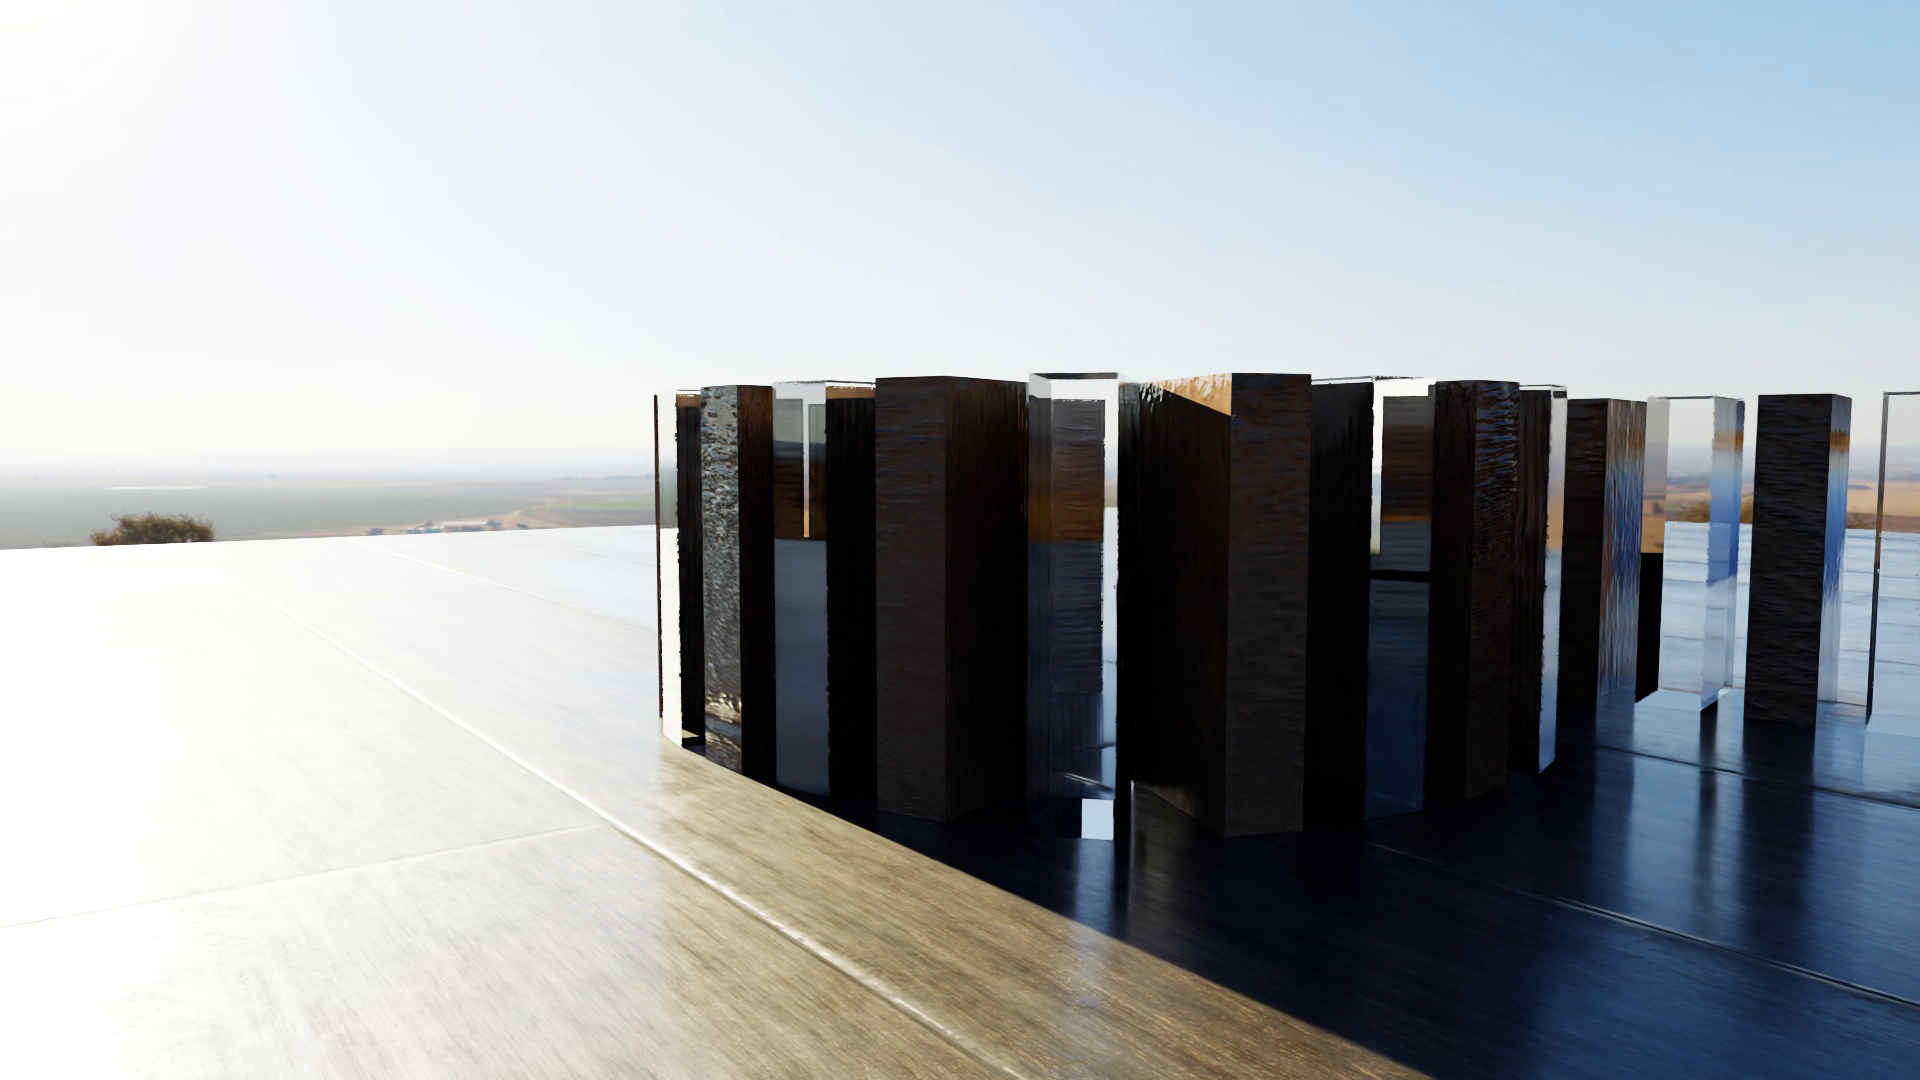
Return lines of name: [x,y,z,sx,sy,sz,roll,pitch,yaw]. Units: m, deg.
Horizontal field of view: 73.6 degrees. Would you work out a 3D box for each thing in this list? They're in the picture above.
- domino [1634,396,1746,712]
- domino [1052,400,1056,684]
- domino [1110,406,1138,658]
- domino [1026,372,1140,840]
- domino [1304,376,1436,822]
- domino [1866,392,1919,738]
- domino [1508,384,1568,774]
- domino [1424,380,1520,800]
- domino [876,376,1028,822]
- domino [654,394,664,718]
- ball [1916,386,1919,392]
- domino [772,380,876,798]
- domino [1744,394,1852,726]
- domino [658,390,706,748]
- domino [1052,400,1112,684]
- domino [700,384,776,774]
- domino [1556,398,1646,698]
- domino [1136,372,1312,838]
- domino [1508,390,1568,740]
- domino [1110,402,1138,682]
domino: [0.122,0.001,0.215,0.009,0.050,0.025,4,6,41]
domino: [0.004,0.000,0.230,0.025,0.050,0.010,3,5,35]
domino: [0.032,-0.002,0.267,0.009,0.050,0.025,1,4,16]
domino: [0.015,0.006,0.149,0.009,0.050,0.025,1,4,13]
domino: [0.044,0.006,0.156,0.010,0.050,0.025,-2,5,-28]
domino: [0.146,0.003,0.195,0.009,0.050,0.025,3,5,38]
domino: [0.067,0.004,0.175,0.025,0.050,0.009,3,5,36]
domino: [0.057,0.005,0.164,0.009,0.050,0.025,-3,5,-38]
domino: [0.001,0.006,0.156,0.010,0.050,0.025,3,5,32]
domino: [-0.034,0.002,0.203,0.025,0.050,0.009,0,4,0]
ball: [0.270,-0.020,0.302,0.080,0.080,0.080,0,4,0]
domino: [-0.011,0.005,0.165,0.009,0.050,0.025,4,6,41]
domino: [0.134,0.002,0.205,0.010,0.050,0.025,4,6,40]
domino: [-0.030,0.003,0.188,0.025,0.050,0.009,-2,5,-28]
domino: [0.018,0.000,0.238,0.010,0.050,0.025,-2,5,-21]
domino: [-0.022,0.004,0.176,0.025,0.050,0.009,-4,6,-40]
domino: [0.111,0.001,0.225,0.009,0.050,0.025,4,6,41]
domino: [0.030,0.006,0.150,0.009,0.050,0.025,-1,4,-15]
domino: [0.074,0.003,0.189,0.025,0.050,0.009,1,4,7]
domino: [0.032,0.000,0.240,0.009,0.050,0.025,0,4,-4]
